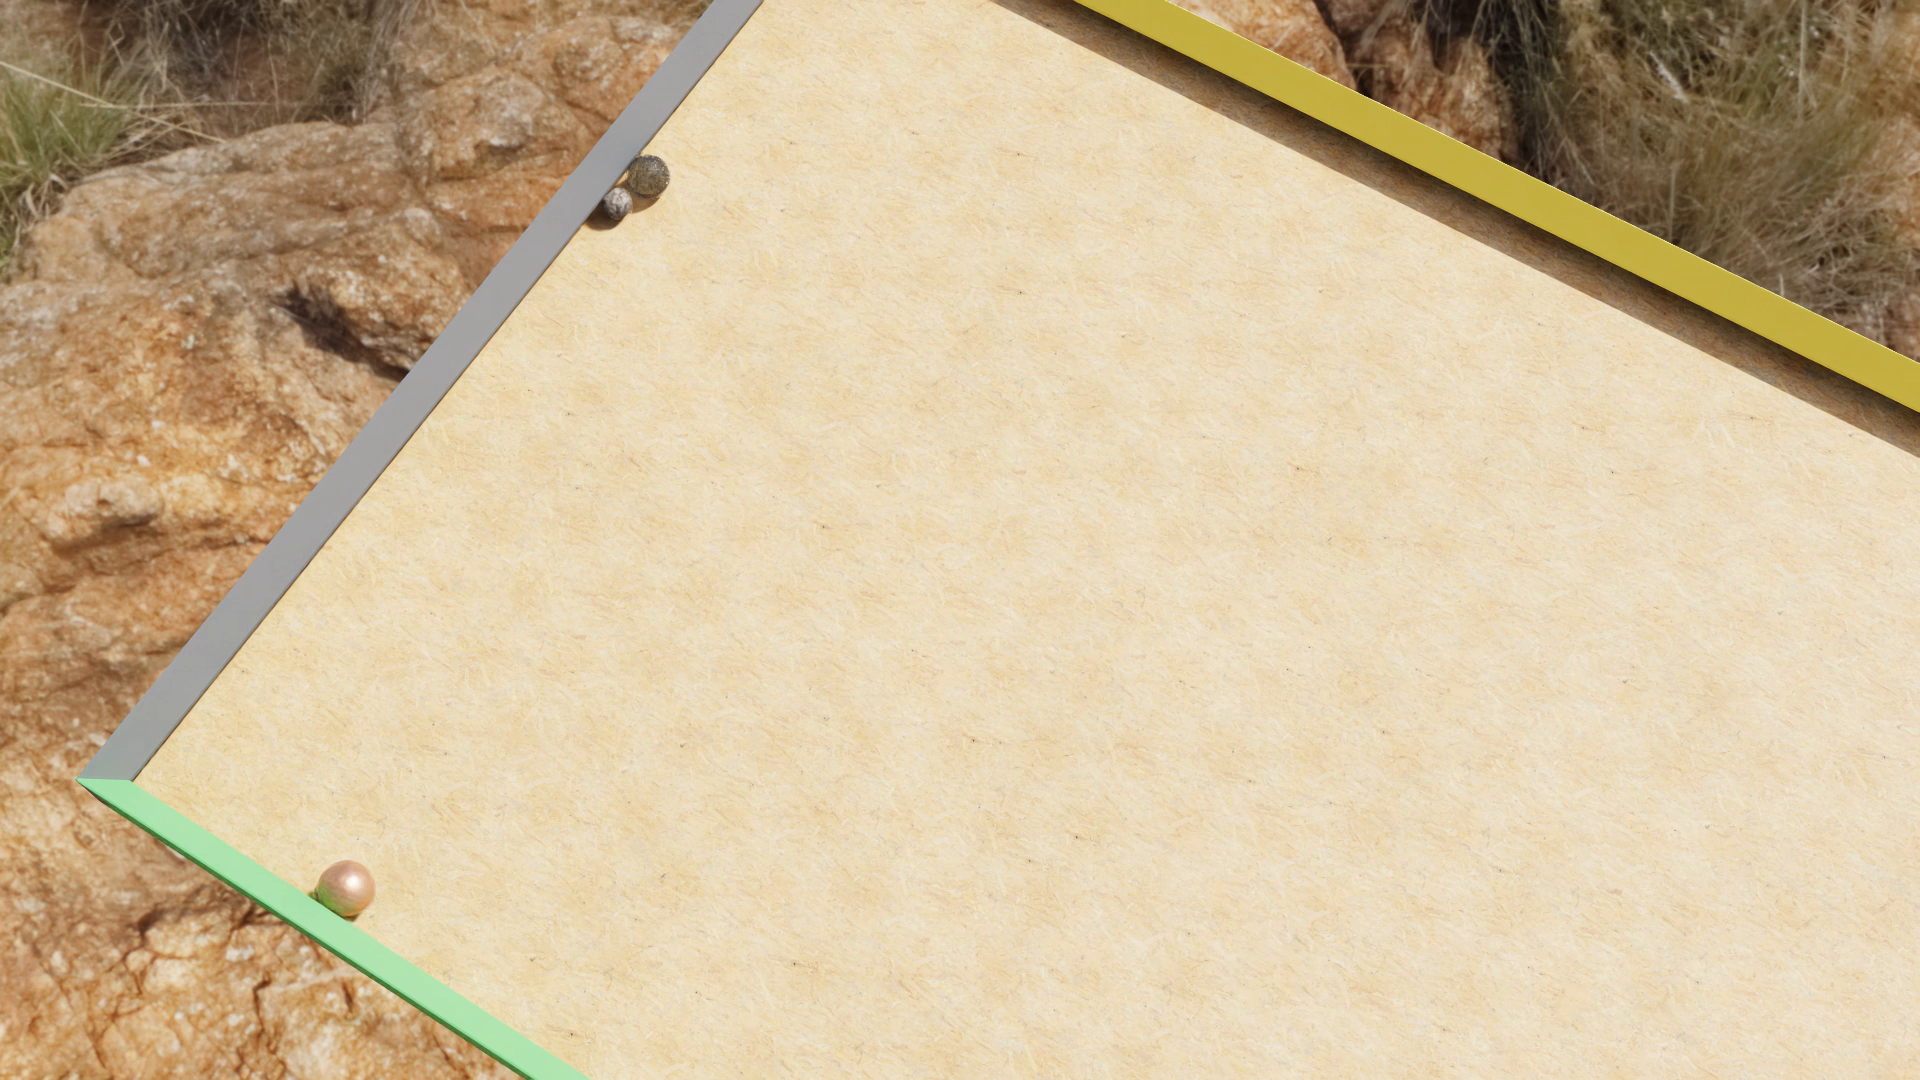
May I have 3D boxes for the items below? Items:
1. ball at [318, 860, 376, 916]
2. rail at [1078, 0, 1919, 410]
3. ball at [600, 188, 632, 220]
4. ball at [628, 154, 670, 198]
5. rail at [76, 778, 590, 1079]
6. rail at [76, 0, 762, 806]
[{"bbox_3d":[-0.924,0.525,3.312,0.085,0.085,0.085,0,65,0],"label":"ball"},{"bbox_3d":[1.322,-0.385,3.717,3.643,0.110,0.045,29,69,13],"label":"rail"},{"bbox_3d":[-0.601,-0.587,3.843,0.053,0.053,0.053,0,65,0],"label":"ball"},{"bbox_3d":[-0.545,-0.638,3.854,0.075,0.075,0.075,0,65,0],"label":"ball"},{"bbox_3d":[0.231,1.230,2.971,3.643,0.110,0.045,29,69,13],"label":"rail"},{"bbox_3d":[-0.756,-0.431,3.738,0.045,0.110,2.134,29,69,13],"label":"rail"}]
